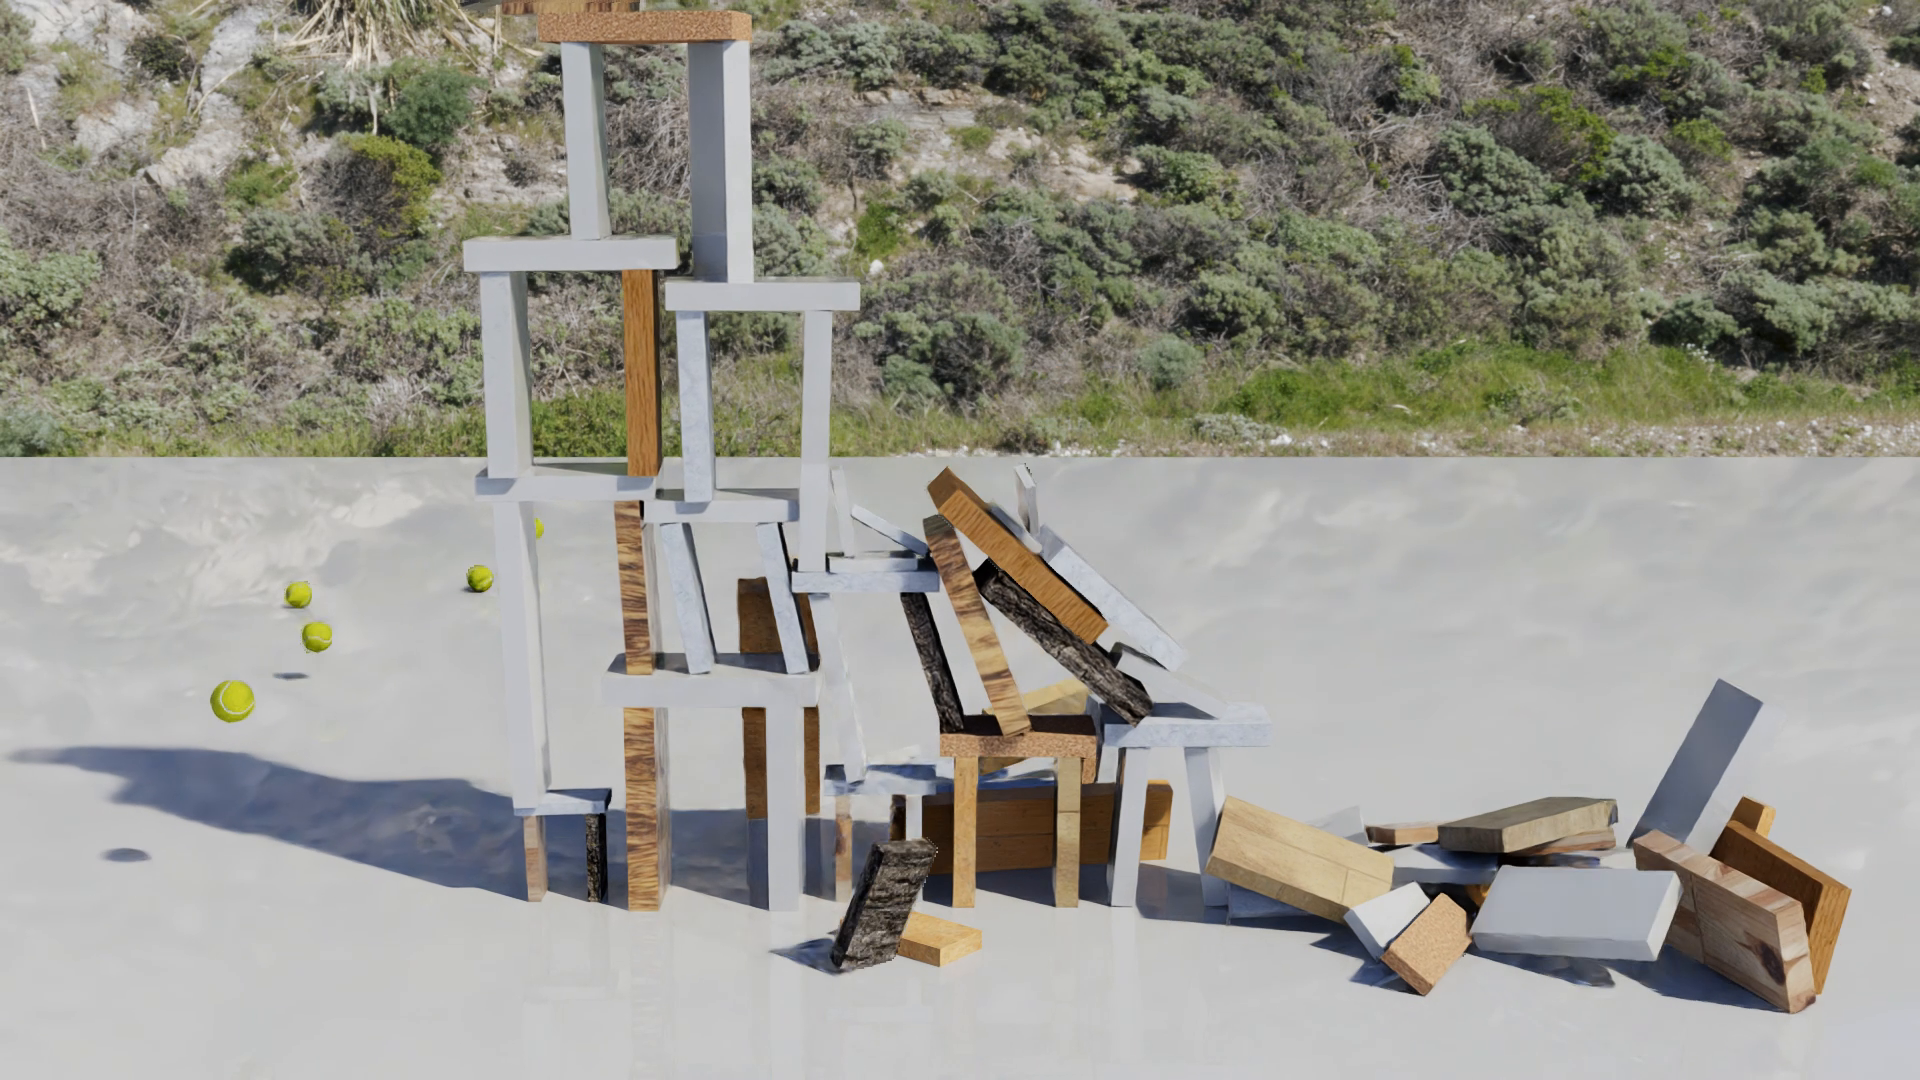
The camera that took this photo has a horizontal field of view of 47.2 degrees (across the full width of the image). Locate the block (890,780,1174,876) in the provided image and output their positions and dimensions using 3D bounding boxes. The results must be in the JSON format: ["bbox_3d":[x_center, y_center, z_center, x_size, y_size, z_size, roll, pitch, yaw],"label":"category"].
[{"bbox_3d":[0.122,0.495,3.784,0.486,0.139,0.039,-2,25,-11],"label":"block"}]

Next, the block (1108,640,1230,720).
[{"bbox_3d":[0.341,0.229,3.598,0.194,0.028,0.097,26,8,-7],"label":"block"}]

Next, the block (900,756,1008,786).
[{"bbox_3d":[-0.023,0.460,4.287,0.205,0.029,0.103,5,12,27],"label":"block"}]

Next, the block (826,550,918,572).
[{"bbox_3d":[-0.143,0.035,3.537,0.140,0.020,0.070,-1,11,-9],"label":"block"}]

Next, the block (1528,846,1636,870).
[{"bbox_3d":[1.020,0.517,3.582,0.092,0.026,0.184,-5,-1,-23],"label":"block"}]

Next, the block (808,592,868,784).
[{"bbox_3d":[-0.199,0.228,3.603,0.033,0.318,0.118,-11,11,0],"label":"block"}]

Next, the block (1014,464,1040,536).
[{"bbox_3d":[0.106,-0.062,3.473,0.015,0.106,0.053,-18,46,-10],"label":"block"}]

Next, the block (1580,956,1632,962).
[{"bbox_3d":[1.009,0.615,3.462,0.091,0.026,0.182,3,11,16],"label":"block"}]

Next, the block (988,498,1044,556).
[{"bbox_3d":[0.089,-0.021,3.548,0.106,0.015,0.053,43,5,-10],"label":"block"}]

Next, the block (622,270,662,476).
[{"bbox_3d":[-0.506,-0.274,3.514,0.046,0.324,0.162,-1,11,-4],"label":"block"}]

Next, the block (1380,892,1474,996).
[{"bbox_3d":[0.723,0.614,3.356,0.084,0.024,0.275,41,26,17],"label":"block"}]

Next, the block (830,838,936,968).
[{"bbox_3d":[-0.117,0.548,3.313,0.103,0.205,0.029,2,27,-44],"label":"block"}]

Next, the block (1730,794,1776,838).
[{"bbox_3d":[1.265,0.511,3.596,0.026,0.184,0.092,17,4,-20],"label":"block"}]

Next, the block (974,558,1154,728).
[{"bbox_3d":[0.167,0.160,3.572,0.334,0.047,0.167,41,6,-9],"label":"block"}]

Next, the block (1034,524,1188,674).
[{"bbox_3d":[0.243,0.095,3.604,0.288,0.041,0.144,41,4,-18],"label":"block"}]

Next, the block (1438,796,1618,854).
[{"bbox_3d":[0.936,0.468,3.622,0.278,0.039,0.139,-7,0,-34],"label":"block"}]

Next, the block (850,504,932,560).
[{"bbox_3d":[-0.111,-0.013,3.575,0.139,0.020,0.070,29,-3,5],"label":"block"}]

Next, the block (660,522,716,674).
[{"bbox_3d":[-0.441,0.083,3.574,0.035,0.246,0.123,-10,11,0],"label":"block"}]

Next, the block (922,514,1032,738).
[{"bbox_3d":[0.027,0.135,3.577,0.047,0.352,0.167,-21,11,1],"label":"block"}]

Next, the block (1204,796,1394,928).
[{"bbox_3d":[0.545,0.520,3.521,0.288,0.041,0.144,20,39,3],"label":"block"}]

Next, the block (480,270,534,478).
[{"bbox_3d":[-0.721,-0.271,3.505,0.046,0.324,0.162,-1,11,-2],"label":"block"}]

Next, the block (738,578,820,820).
[{"bbox_3d":[-0.319,0.287,3.904,0.133,0.563,0.038,-4,41,-8],"label":"block"}]

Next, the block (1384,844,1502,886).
[{"bbox_3d":[0.787,0.529,3.596,0.184,0.026,0.092,-1,17,19],"label":"block"}]

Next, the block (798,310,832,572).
[{"bbox_3d":[-0.232,-0.166,3.535,0.043,0.413,0.151,2,10,-4],"label":"block"}]

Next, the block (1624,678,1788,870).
[{"bbox_3d":[1.185,0.423,3.554,0.046,0.390,0.163,26,7,-9],"label":"block"}]

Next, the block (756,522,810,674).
[{"bbox_3d":[-0.287,0.084,3.573,0.035,0.246,0.123,-12,11,-1],"label":"block"}]

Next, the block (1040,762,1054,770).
[{"bbox_3d":[0.195,0.477,4.183,0.123,0.035,0.247,3,11,16],"label":"block"}]

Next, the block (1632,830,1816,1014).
[{"bbox_3d":[1.142,0.568,3.300,0.046,0.163,0.327,-19,18,-16],"label":"block"}]

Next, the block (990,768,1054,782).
[{"bbox_3d":[0.060,0.477,4.037,0.247,0.035,0.123,-13,11,1],"label":"block"}]

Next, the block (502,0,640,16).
[{"bbox_3d":[-0.601,-0.826,3.398,0.192,0.027,0.096,1,11,6],"label":"block"}]

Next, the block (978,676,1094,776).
[{"bbox_3d":[0.149,0.338,4.087,0.266,0.133,0.038,-17,44,-33],"label":"block"}]

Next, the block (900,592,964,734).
[{"bbox_3d":[-0.045,0.188,3.595,0.033,0.236,0.118,-17,10,3],"label":"block"}]

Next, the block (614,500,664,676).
[{"bbox_3d":[-0.522,0.064,3.577,0.040,0.283,0.141,-3,11,0],"label":"block"}]

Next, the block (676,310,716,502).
[{"bbox_3d":[-0.421,-0.222,3.519,0.043,0.301,0.151,-2,11,-3],"label":"block"}]

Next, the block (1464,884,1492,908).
[{"bbox_3d":[0.922,0.576,3.577,0.182,0.026,0.091,-5,36,-25],"label":"block"}]

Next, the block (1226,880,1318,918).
[{"bbox_3d":[0.556,0.560,3.575,0.244,0.097,0.028,-1,-28,-6],"label":"block"}]

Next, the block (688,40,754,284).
[{"bbox_3d":[-0.376,-0.593,3.448,0.042,0.368,0.150,-6,12,-27],"label":"block"}]

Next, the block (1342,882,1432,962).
[{"bbox_3d":[0.682,0.595,3.434,0.174,0.025,0.087,-10,56,-44],"label":"block"}]

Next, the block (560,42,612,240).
[{"bbox_3d":[-0.585,-0.625,3.446,0.042,0.300,0.150,-2,11,-1],"label":"block"}]
